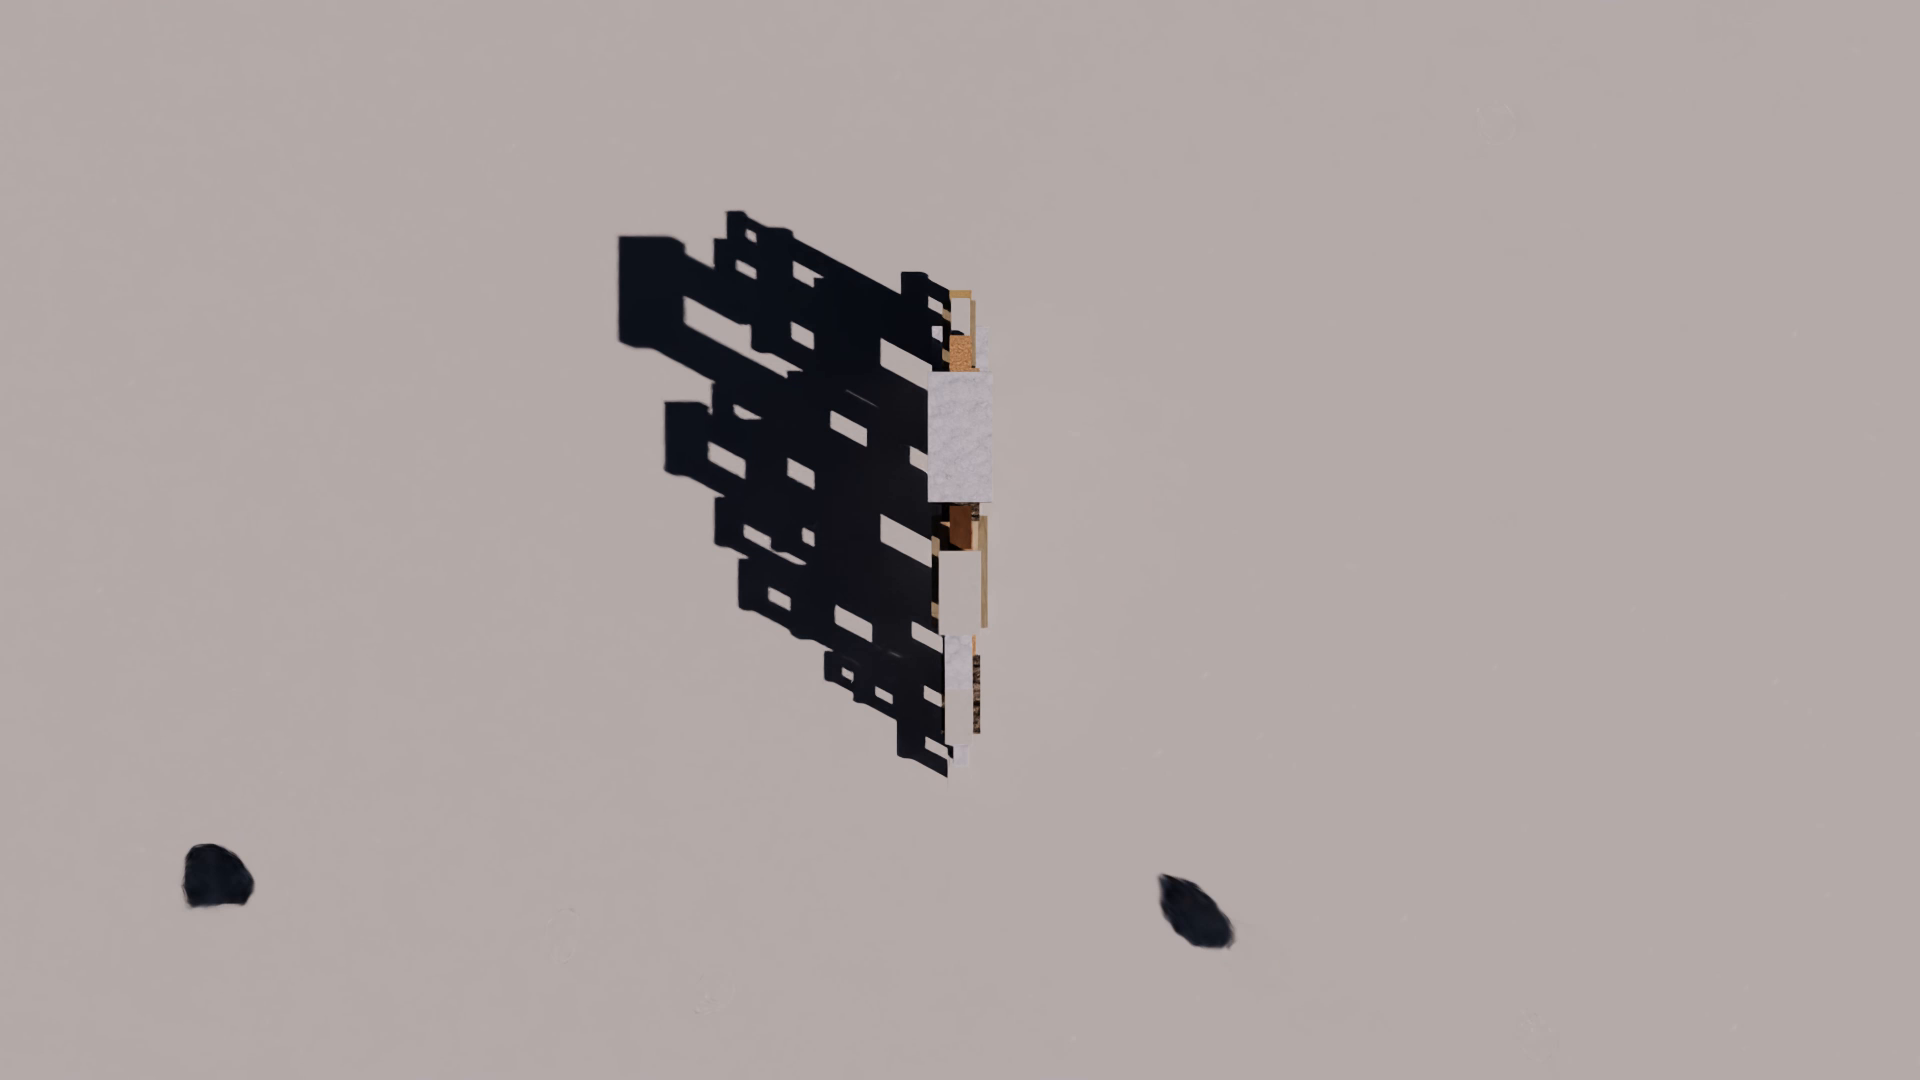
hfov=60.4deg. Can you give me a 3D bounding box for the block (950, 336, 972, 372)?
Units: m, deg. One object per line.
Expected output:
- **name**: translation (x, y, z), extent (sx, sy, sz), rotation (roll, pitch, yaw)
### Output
- **block**: translation (0.001, -0.522, 4.722), extent (0.063, 0.018, 0.125), rotation (0, 90, 0)

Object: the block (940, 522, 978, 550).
- **block**: translation (-0.003, 0.059, 4.862), extent (0.112, 0.032, 0.225), rotation (0, 90, 0)

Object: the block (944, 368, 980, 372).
- **block**: translation (0.004, -0.399, 4.871), extent (0.107, 0.030, 0.214), rotation (0, 90, 0)

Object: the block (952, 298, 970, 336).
- **block**: translation (0.001, -0.643, 4.760), extent (0.054, 0.015, 0.108), rotation (0, 90, 0)

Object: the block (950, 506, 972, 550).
- **block**: translation (0.002, -0.036, 4.714), extent (0.062, 0.017, 0.123), rotation (0, 90, 0)

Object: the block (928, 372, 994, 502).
- **block**: translation (0.001, -0.279, 4.479), extent (0.176, 0.050, 0.352), rotation (0, 90, 0)

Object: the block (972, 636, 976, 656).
- **block**: translation (0.004, 0.260, 4.921), extent (0.085, 0.024, 0.170), rotation (0, 90, 0)

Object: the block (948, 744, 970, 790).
- **block**: translation (-0.002, 0.734, 5.340), extent (0.075, 0.021, 0.149), rotation (0, 90, 0)

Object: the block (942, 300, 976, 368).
- **block**: translation (-0.003, -0.610, 4.889), extent (0.099, 0.028, 0.197), rotation (0, 90, 0)

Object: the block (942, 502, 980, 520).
- **block**: translation (0.002, -0.173, 4.997), extent (0.114, 0.032, 0.229), rotation (0, 90, 0)

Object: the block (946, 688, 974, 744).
- **block**: translation (-0.003, 0.515, 4.819), extent (0.081, 0.023, 0.163), rotation (0, 90, 0)

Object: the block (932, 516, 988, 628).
- **block**: translation (-0.001, 0.098, 5.128), extent (0.174, 0.049, 0.347), rotation (0, 90, 0)

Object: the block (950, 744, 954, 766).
- **block**: translation (-0.005, 0.650, 5.188), extent (0.058, 0.016, 0.116), rotation (0, 90, 0)

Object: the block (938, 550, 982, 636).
- **block**: translation (0.000, 0.147, 4.596), extent (0.117, 0.033, 0.234), rotation (0, 90, 0)

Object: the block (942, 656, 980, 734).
- **block**: translation (0.002, 0.469, 5.010), extent (0.118, 0.033, 0.236), rotation (0, 90, 0)

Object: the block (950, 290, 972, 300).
- **block**: translation (0.001, -0.738, 5.348), extent (0.071, 0.020, 0.142), rotation (0, 90, 0)

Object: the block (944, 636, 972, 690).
- **block**: translation (-0.004, 0.348, 4.739), extent (0.079, 0.022, 0.158), rotation (-1, 90, 0)

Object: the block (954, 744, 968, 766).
- **block**: translation (0.004, 0.649, 5.076), extent (0.048, 0.014, 0.096), rotation (0, 90, 0)

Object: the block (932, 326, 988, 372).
- **block**: translation (0.001, -0.487, 5.125), extent (0.175, 0.050, 0.350), rotation (0, 90, 0)

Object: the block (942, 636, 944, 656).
- **block**: translation (-0.003, 0.381, 5.277), extent (0.104, 0.029, 0.208), rotation (0, 90, 0)
